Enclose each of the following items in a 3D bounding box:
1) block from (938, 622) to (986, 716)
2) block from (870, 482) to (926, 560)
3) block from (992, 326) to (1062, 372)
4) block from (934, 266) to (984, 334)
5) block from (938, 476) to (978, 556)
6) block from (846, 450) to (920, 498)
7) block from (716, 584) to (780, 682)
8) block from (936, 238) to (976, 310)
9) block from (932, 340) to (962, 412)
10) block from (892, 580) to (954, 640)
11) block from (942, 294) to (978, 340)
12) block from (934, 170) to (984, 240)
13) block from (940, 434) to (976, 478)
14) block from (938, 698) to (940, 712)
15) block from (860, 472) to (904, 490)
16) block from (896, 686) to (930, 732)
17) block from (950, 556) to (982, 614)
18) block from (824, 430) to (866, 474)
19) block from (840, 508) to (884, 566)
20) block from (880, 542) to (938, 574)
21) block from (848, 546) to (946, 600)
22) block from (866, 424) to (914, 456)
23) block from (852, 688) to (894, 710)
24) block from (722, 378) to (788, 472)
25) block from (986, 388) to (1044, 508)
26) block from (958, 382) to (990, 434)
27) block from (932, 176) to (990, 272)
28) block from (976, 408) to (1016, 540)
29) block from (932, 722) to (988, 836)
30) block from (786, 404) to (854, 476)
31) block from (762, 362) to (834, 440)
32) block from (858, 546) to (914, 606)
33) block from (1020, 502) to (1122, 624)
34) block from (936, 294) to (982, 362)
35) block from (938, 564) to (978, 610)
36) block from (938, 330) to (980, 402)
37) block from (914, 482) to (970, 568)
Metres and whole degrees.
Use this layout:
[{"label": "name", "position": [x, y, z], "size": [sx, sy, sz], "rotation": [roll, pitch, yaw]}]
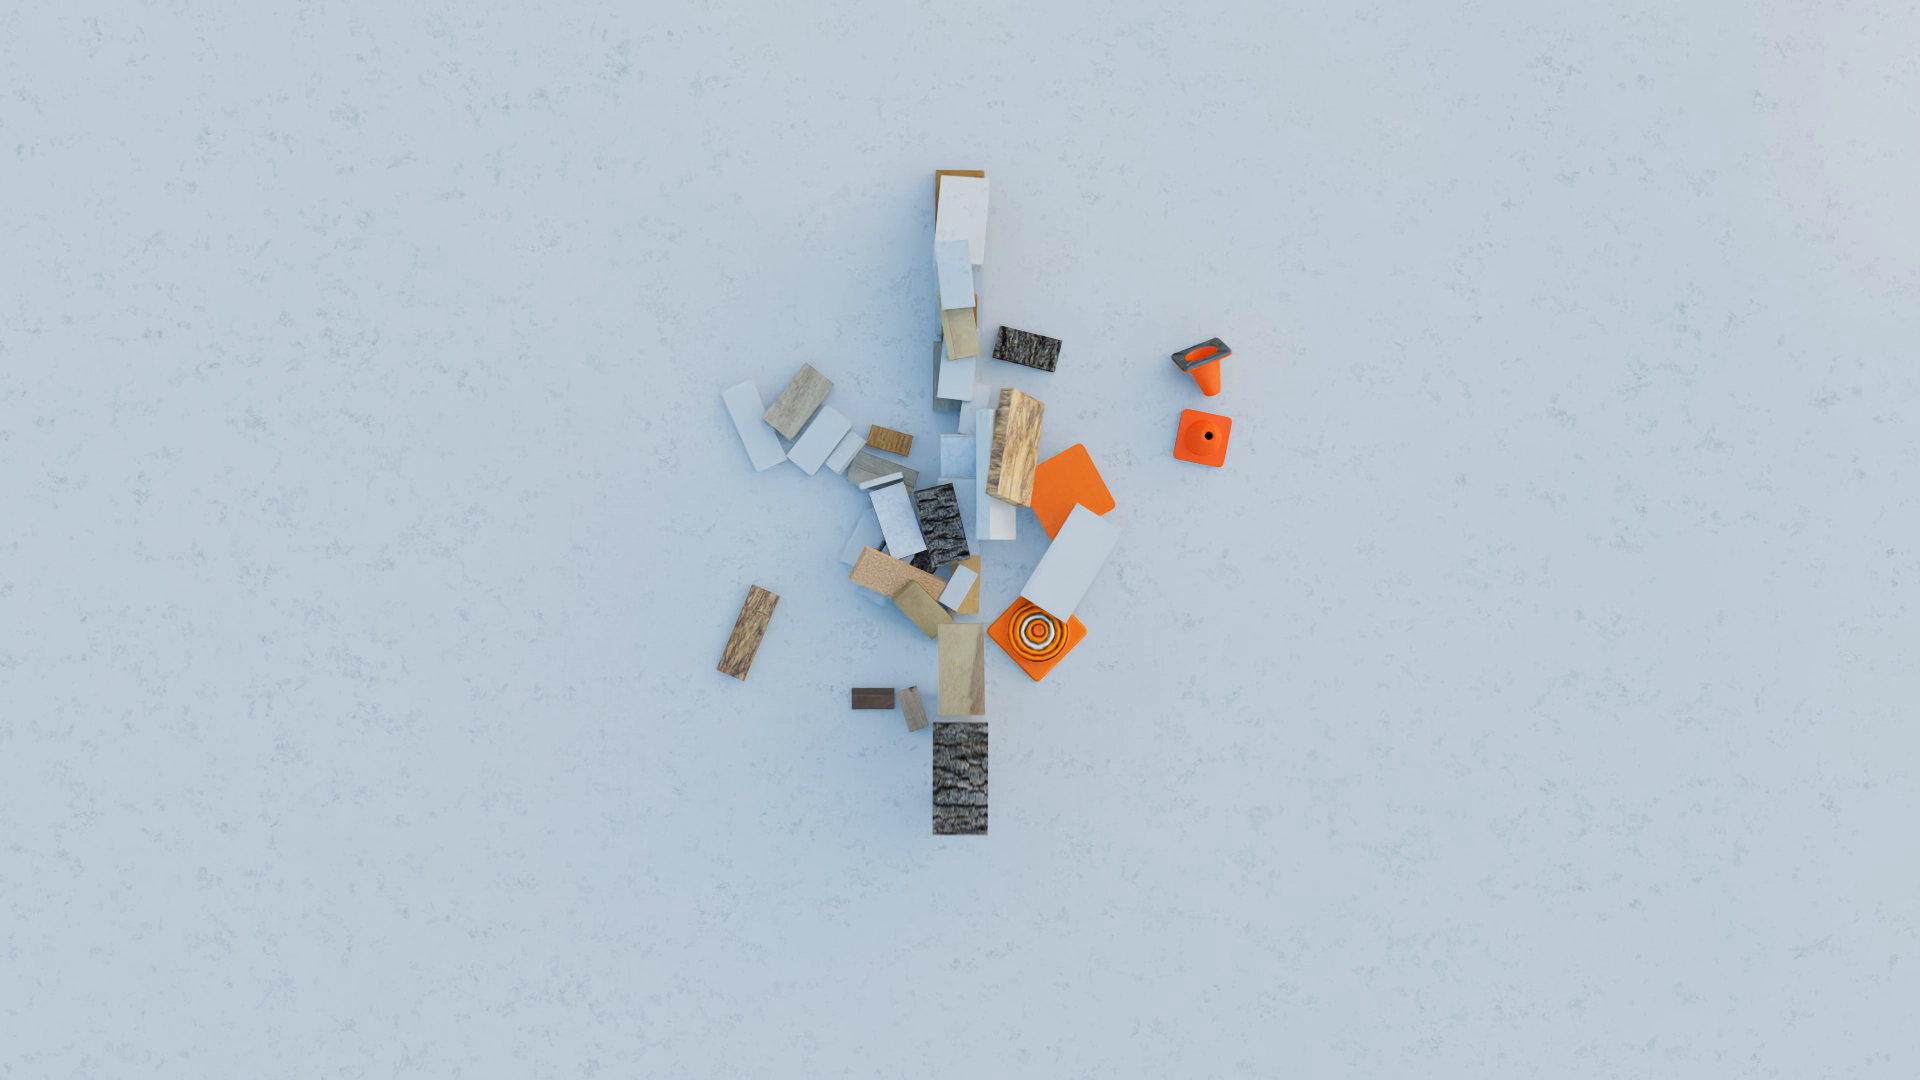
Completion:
[{"label": "block", "position": [0.005, 0.406, 5.190], "size": [0.144, 0.041, 0.288], "rotation": [-1, 91, 0]}, {"label": "block", "position": [-0.205, -0.060, 5.436], "size": [0.119, 0.034, 0.238], "rotation": [-19, 85, -6]}, {"label": "block", "position": [0.223, -0.635, 5.485], "size": [0.214, 0.030, 0.107], "rotation": [14, 90, 0]}, {"label": "block", "position": [-0.002, -0.845, 5.444], "size": [0.161, 0.046, 0.321], "rotation": [0, 102, 0]}, {"label": "block", "position": [-0.005, -0.078, 5.443], "size": [0.129, 0.037, 0.258], "rotation": [-1, 108, 1]}, {"label": "block", "position": [-0.257, -0.212, 5.484], "size": [0.220, 0.031, 0.110], "rotation": [20, 90, 0]}, {"label": "block", "position": [-0.703, 0.308, 5.486], "size": [0.099, 0.028, 0.307], "rotation": [23, 90, 0]}, {"label": "block", "position": [-0.014, -0.853, 5.293], "size": [0.107, 0.030, 0.214], "rotation": [-5, 103, 4]}, {"label": "block", "position": [-0.031, -0.541, 5.451], "size": [0.115, 0.033, 0.230], "rotation": [1, 107, 0]}, {"label": "block", "position": [-0.122, 0.229, 5.441], "size": [0.099, 0.028, 0.199], "rotation": [-42, 116, 4]}, {"label": "block", "position": [-0.003, -0.694, 5.432], "size": [0.115, 0.033, 0.229], "rotation": [1, 116, 0]}, {"label": "block", "position": [-0.002, -1.063, 5.477], "size": [0.161, 0.046, 0.321], "rotation": [1, 90, 0]}, {"label": "block", "position": [0.002, -0.220, 5.435], "size": [0.129, 0.037, 0.258], "rotation": [0, 112, 0]}, {"label": "block", "position": [0.004, 0.522, 5.356], "size": [0.144, 0.288, 0.041], "rotation": [0, 90, 0]}, {"label": "block", "position": [-0.258, -0.195, 5.433], "size": [0.143, 0.072, 0.020], "rotation": [-16, 90, 0]}, {"label": "block", "position": [-0.157, 0.562, 5.490], "size": [0.071, 0.020, 0.142], "rotation": [-18, 90, 0]}, {"label": "block", "position": [0.018, 0.147, 5.486], "size": [0.097, 0.027, 0.193], "rotation": [2, 90, 0]}, {"label": "block", "position": [-0.382, -0.291, 5.473], "size": [0.072, 0.020, 0.143], "rotation": [38, 90, 31]}, {"label": "block", "position": [-0.313, 0.001, 5.486], "size": [0.097, 0.027, 0.194], "rotation": [28, 90, 0]}, {"label": "block", "position": [-0.161, 0.047, 5.486], "size": [0.194, 0.027, 0.097], "rotation": [33, 90, 0]}, {"label": "block", "position": [-0.204, 0.131, 5.414], "size": [0.302, 0.034, 0.119], "rotation": [24, 103, -23]}, {"label": "block", "position": [-0.233, -0.331, 5.490], "size": [0.143, 0.020, 0.072], "rotation": [16, 90, 0]}, {"label": "block", "position": [-0.289, 0.527, 5.490], "size": [0.142, 0.020, 0.071], "rotation": [0, 90, 0]}, {"label": "block", "position": [-0.683, -0.379, 5.484], "size": [0.110, 0.031, 0.294], "rotation": [-24, 90, 0]}, {"label": "block", "position": [0.181, -0.300, 5.385], "size": [0.050, 0.178, 0.356], "rotation": [0, 76, 40]}, {"label": "block", "position": [0.046, -0.429, 5.423], "size": [0.086, 0.024, 0.172], "rotation": [8, 86, -3]}, {"label": "block", "position": [0.006, -1.033, 5.376], "size": [0.161, 0.046, 0.321], "rotation": [4, 70, 2]}, {"label": "block", "position": [0.119, -0.212, 5.410], "size": [0.050, 0.178, 0.421], "rotation": [0, 90, 30]}, {"label": "block", "position": [0.001, 0.741, 5.130], "size": [0.172, 0.049, 0.345], "rotation": [0, 90, 0]}, {"label": "block", "position": [-0.466, -0.331, 5.484], "size": [0.110, 0.031, 0.220], "rotation": [38, 90, 0]}, {"label": "block", "position": [-0.536, -0.458, 5.466], "size": [0.119, 0.034, 0.238], "rotation": [38, 84, -3]}, {"label": "block", "position": [-0.245, 0.107, 5.459], "size": [0.099, 0.028, 0.199], "rotation": [33, 90, 0]}, {"label": "block", "position": [0.365, 0.075, 5.428], "size": [0.178, 0.050, 0.356], "rotation": [32, 91, 0]}, {"label": "block", "position": [-0.003, -0.696, 5.352], "size": [0.107, 0.030, 0.214], "rotation": [-10, 91, 0]}, {"label": "block", "position": [-0.006, 0.157, 5.463], "size": [0.071, 0.020, 0.142], "rotation": [30, 90, 0]}, {"label": "block", "position": [-0.006, -0.574, 5.389], "size": [0.115, 0.033, 0.230], "rotation": [6, 93, 0]}, {"label": "block", "position": [-0.058, -0.048, 5.413], "size": [0.129, 0.037, 0.258], "rotation": [-13, 107, 3]}]
